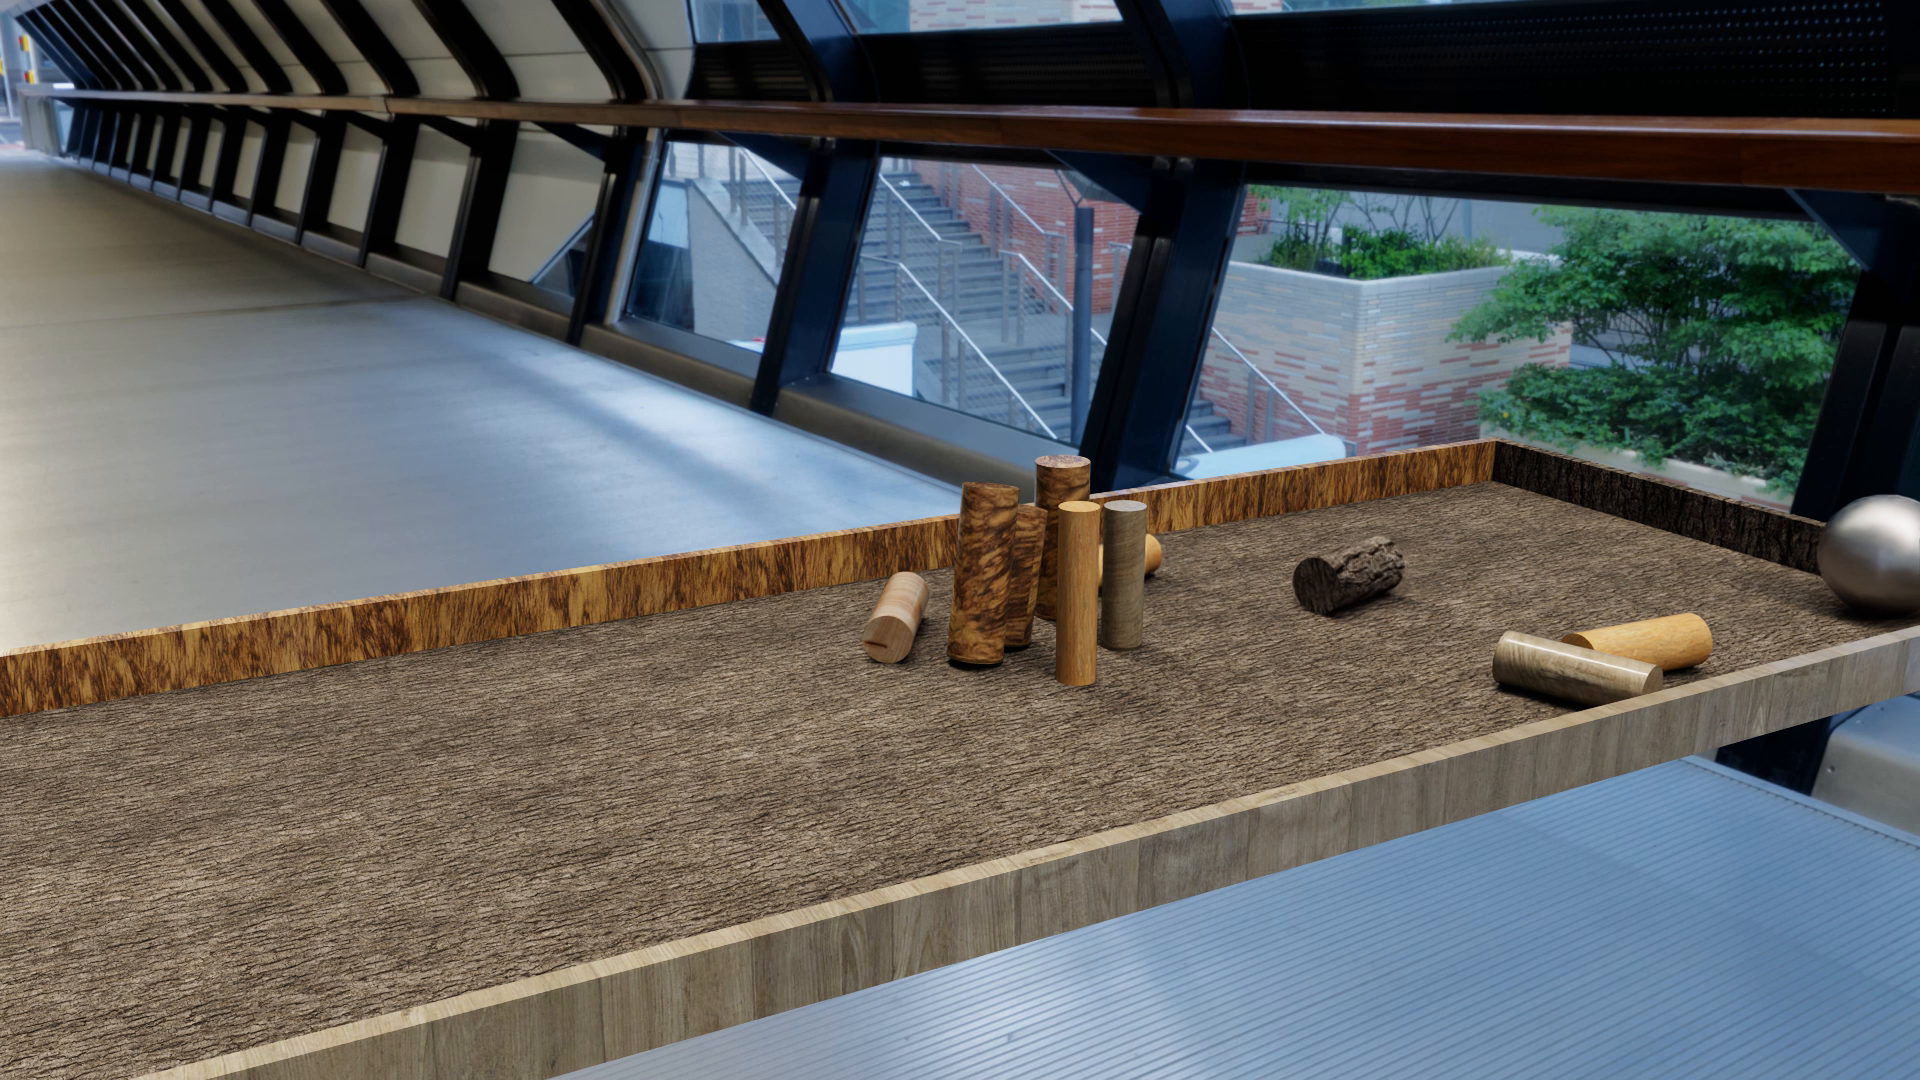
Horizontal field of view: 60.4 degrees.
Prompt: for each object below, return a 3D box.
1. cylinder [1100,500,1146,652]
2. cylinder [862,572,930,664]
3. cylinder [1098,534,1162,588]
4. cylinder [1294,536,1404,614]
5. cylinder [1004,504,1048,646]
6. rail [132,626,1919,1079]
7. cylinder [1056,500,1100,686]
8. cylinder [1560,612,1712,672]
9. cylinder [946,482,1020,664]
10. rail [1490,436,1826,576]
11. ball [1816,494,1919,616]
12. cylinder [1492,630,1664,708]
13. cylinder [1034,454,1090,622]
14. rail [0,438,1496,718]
[{"bbox_3d":[0.431,0.095,4.350,0.111,0.384,0.111,0,16,0],"label":"cylinder"},{"bbox_3d":[-0.168,0.204,4.428,0.130,0.130,0.378,2,16,5],"label":"cylinder"},{"bbox_3d":[0.439,0.072,4.889,0.344,0.123,0.123,-14,22,-40],"label":"cylinder"},{"bbox_3d":[1.117,0.099,4.731,0.311,0.162,0.162,-14,22,-40],"label":"cylinder"},{"bbox_3d":[0.134,0.090,4.376,0.154,0.357,0.154,7,9,-1],"label":"cylinder"},{"bbox_3d":[-2.336,1.006,1.665,12.000,0.150,0.050,-9,18,-27],"label":"rail"},{"bbox_3d":[0.292,0.134,4.102,0.102,0.450,0.102,0,16,0],"label":"cylinder"},{"bbox_3d":[1.706,0.277,4.168,0.383,0.137,0.137,-7,18,-23],"label":"cylinder"},{"bbox_3d":[0.059,0.083,4.245,0.148,0.448,0.148,5,8,-1],"label":"cylinder"},{"bbox_3d":[2.466,-0.048,5.253,0.050,0.150,2.100,-9,18,-27],"label":"rail"},{"bbox_3d":[2.589,0.040,4.616,0.339,0.339,0.339,0,16,0],"label":"ball"},{"bbox_3d":[1.495,0.327,4.002,0.364,0.137,0.137,15,22,41],"label":"cylinder"},{"bbox_3d":[0.282,-0.005,4.592,0.153,0.440,0.153,0,16,0],"label":"cylinder"},{"bbox_3d":[-3.305,0.497,3.399,12.000,0.150,0.050,-9,18,-27],"label":"rail"}]
